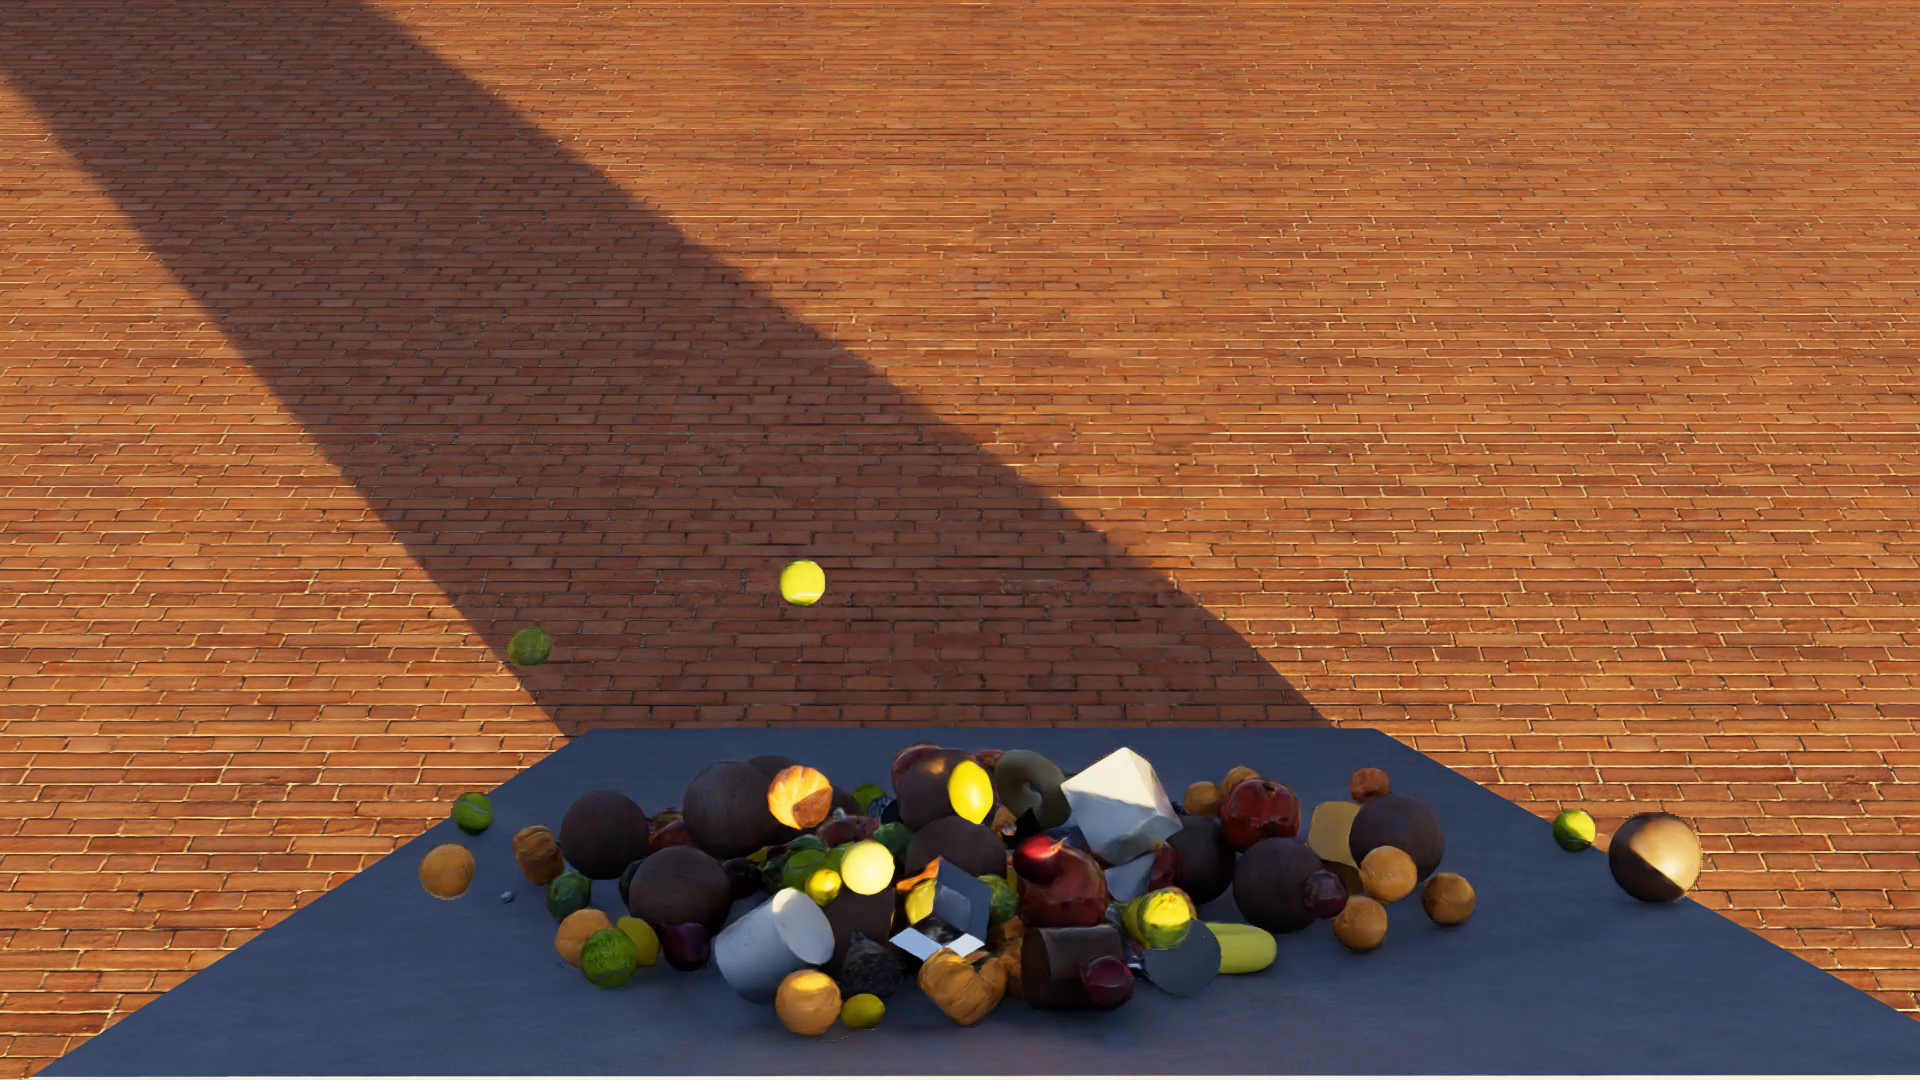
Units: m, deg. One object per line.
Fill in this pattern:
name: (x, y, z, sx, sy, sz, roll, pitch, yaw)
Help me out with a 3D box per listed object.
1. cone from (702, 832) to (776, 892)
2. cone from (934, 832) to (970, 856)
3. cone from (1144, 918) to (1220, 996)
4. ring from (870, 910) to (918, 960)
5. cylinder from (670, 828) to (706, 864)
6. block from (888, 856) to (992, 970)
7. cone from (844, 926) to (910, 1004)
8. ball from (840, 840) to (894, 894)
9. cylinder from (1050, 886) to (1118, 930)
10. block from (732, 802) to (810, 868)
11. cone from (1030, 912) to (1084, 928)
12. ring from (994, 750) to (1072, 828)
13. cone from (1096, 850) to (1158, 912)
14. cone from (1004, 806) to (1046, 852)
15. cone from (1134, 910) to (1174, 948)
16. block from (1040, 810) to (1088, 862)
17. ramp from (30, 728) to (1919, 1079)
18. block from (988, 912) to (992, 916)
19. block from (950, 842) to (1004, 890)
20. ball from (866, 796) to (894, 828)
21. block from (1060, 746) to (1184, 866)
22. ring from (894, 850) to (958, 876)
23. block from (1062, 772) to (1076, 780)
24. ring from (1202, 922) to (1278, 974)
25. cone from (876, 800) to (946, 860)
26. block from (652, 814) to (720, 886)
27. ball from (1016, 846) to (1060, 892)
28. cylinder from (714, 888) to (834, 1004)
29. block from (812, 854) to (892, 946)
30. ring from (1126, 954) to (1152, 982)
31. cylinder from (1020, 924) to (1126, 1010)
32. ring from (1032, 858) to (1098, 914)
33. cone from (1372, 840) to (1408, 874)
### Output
cone: (-0.316, 0.499, 3.841, 0.099, 0.099, 0.099, 28, 22, -17)
cone: (-0.018, 0.504, 4.108, 0.059, 0.059, 0.059, 4, 28, 7)
cone: (0.261, 0.493, 3.074, 0.091, 0.091, 0.091, 0, -7, 0)
ring: (-0.048, 0.489, 3.274, 0.142, 0.047, 0.142, -19, 9, 3)
cylinder: (-0.438, 0.492, 4.155, 0.050, 0.050, 0.050, 3, 1, 5)
block: (-0.022, 0.421, 2.906, 0.077, 0.077, 0.077, 33, 41, -24)
cone: (-0.110, 0.472, 2.946, 0.082, 0.082, 0.082, -13, 53, -23)
ball: (-0.105, 0.369, 2.914, 0.061, 0.061, 0.061, 0, 28, 0)
cylinder: (0.159, 0.485, 3.309, 0.063, 0.063, 0.063, -32, 36, 28)
block: (-0.303, 0.472, 4.134, 0.091, 0.091, 0.091, -1, 1, -33)
cone: (0.117, 0.514, 3.193, 0.076, 0.076, 0.076, 4, 28, 8)
ring: (0.112, 0.381, 3.943, 0.139, 0.139, 0.046, 19, 44, 32)
cone: (0.241, 0.450, 3.501, 0.082, 0.082, 0.082, 40, 6, -5)
cone: (0.101, 0.425, 3.877, 0.065, 0.065, 0.065, 7, 33, -4)
cone: (0.253, 0.483, 3.245, 0.053, 0.053, 0.053, -20, 23, 16)
block: (0.157, 0.452, 4.086, 0.082, 0.082, 0.082, -5, 41, 2)
ramp: (0.062, 0.560, 4.598, 2.000, 0.100, 4.000, 0, 1, 0)
block: (-0.015, 0.452, 3.104, 0.064, 0.064, 0.064, 45, 13, 12)
block: (0.023, 0.473, 3.666, 0.055, 0.055, 0.055, -37, 69, -19)
ball: (-0.119, 0.426, 4.027, 0.054, 0.054, 0.054, 0, 28, 0)
block: (0.204, 0.336, 3.250, 0.097, 0.097, 0.097, -32, 63, 11)
ring: (-0.050, 0.502, 3.999, 0.105, 0.035, 0.105, -1, 1, 0)
block: (0.177, 0.457, 4.549, 0.082, 0.082, 0.082, 0, -20, 38)
ring: (0.323, 0.507, 3.213, 0.143, 0.048, 0.143, 1, 0, 0)
cone: (-0.064, 0.456, 3.956, 0.098, 0.098, 0.098, 11, 29, 25)
block: (-0.418, 0.472, 3.948, 0.096, 0.096, 0.096, 0, 1, -11)
ball: (0.116, 0.487, 3.827, 0.068, 0.068, 0.068, 0, 28, 0)
cylinder: (-0.213, 0.467, 2.970, 0.097, 0.097, 0.097, -37, 14, 27)
block: (-0.138, 0.462, 3.360, 0.079, 0.079, 0.079, -19, 34, -4)
ring: (0.241, 0.518, 3.125, 0.081, 0.027, 0.081, 3, -1, 0)
cylinder: (0.129, 0.487, 2.946, 0.093, 0.093, 0.093, 0, 26, -20)
ring: (0.147, 0.483, 3.584, 0.106, 0.035, 0.106, -33, 17, 12)
cone: (0.670, 0.499, 3.976, 0.058, 0.058, 0.058, -18, 28, -30)
